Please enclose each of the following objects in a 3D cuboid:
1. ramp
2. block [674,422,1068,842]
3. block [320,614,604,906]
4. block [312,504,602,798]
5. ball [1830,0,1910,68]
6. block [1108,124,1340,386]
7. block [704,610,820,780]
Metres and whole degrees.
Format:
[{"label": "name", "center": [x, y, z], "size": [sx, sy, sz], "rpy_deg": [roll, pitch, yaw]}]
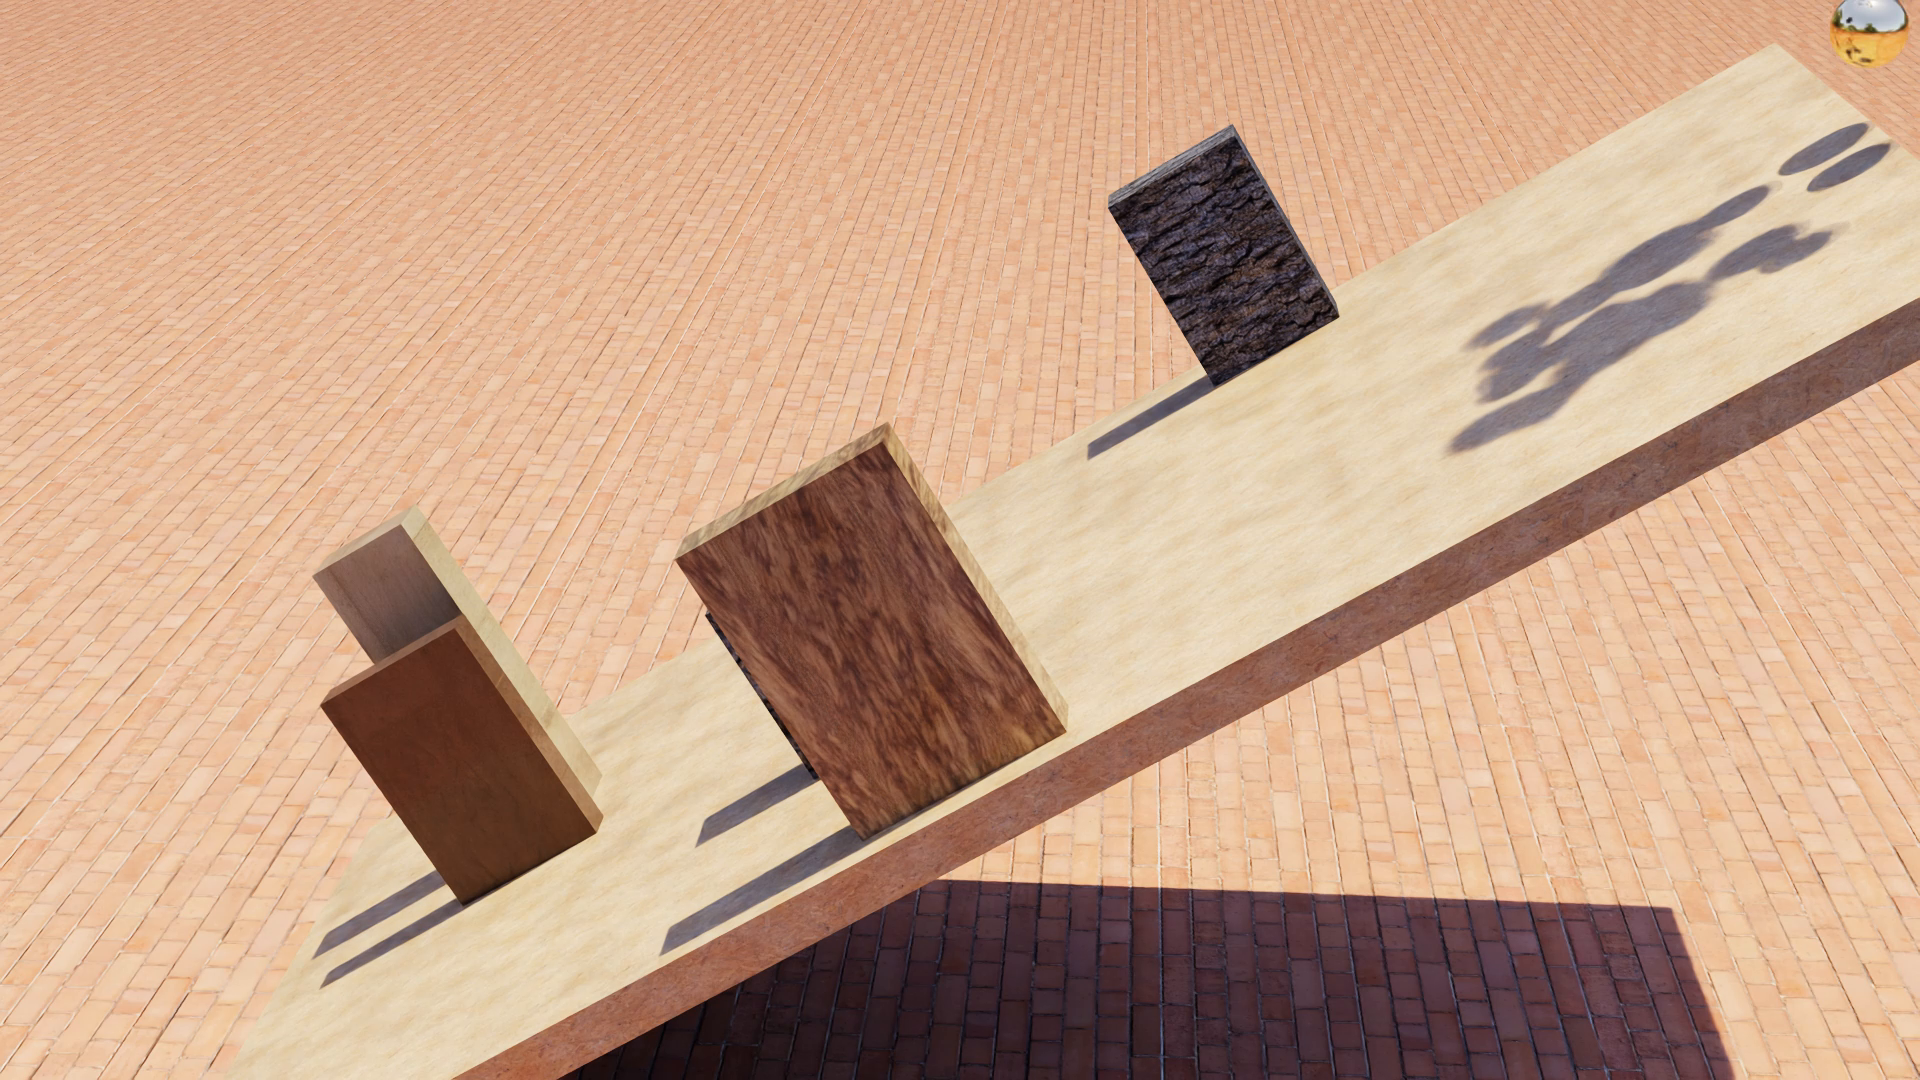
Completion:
[{"label": "ramp", "center": [0.142, 0.168, 6.288], "size": [4.000, 0.100, 2.000], "rpy_deg": [-29, 15, 13]}, {"label": "block", "center": [-0.156, 0.173, 5.409], "size": [0.443, 0.644, 0.125], "rpy_deg": [-29, 15, 13]}, {"label": "block", "center": [-1.096, 0.488, 6.488], "size": [0.361, 0.558, 0.090], "rpy_deg": [-29, 15, 13]}, {"label": "block", "center": [-1.143, 0.314, 6.726], "size": [0.246, 0.772, 0.143], "rpy_deg": [-29, 15, 13]}, {"label": "ball", "center": [1.744, -0.980, 5.643], "size": [0.148, 0.148, 0.148], "rpy_deg": [0, 19, 0]}, {"label": "block", "center": [0.612, -0.660, 6.830], "size": [0.332, 0.493, 0.139], "rpy_deg": [-29, 15, 13]}, {"label": "block", "center": [-0.230, 0.201, 5.932], "size": [0.393, 0.411, 0.145], "rpy_deg": [-29, 15, 13]}]
